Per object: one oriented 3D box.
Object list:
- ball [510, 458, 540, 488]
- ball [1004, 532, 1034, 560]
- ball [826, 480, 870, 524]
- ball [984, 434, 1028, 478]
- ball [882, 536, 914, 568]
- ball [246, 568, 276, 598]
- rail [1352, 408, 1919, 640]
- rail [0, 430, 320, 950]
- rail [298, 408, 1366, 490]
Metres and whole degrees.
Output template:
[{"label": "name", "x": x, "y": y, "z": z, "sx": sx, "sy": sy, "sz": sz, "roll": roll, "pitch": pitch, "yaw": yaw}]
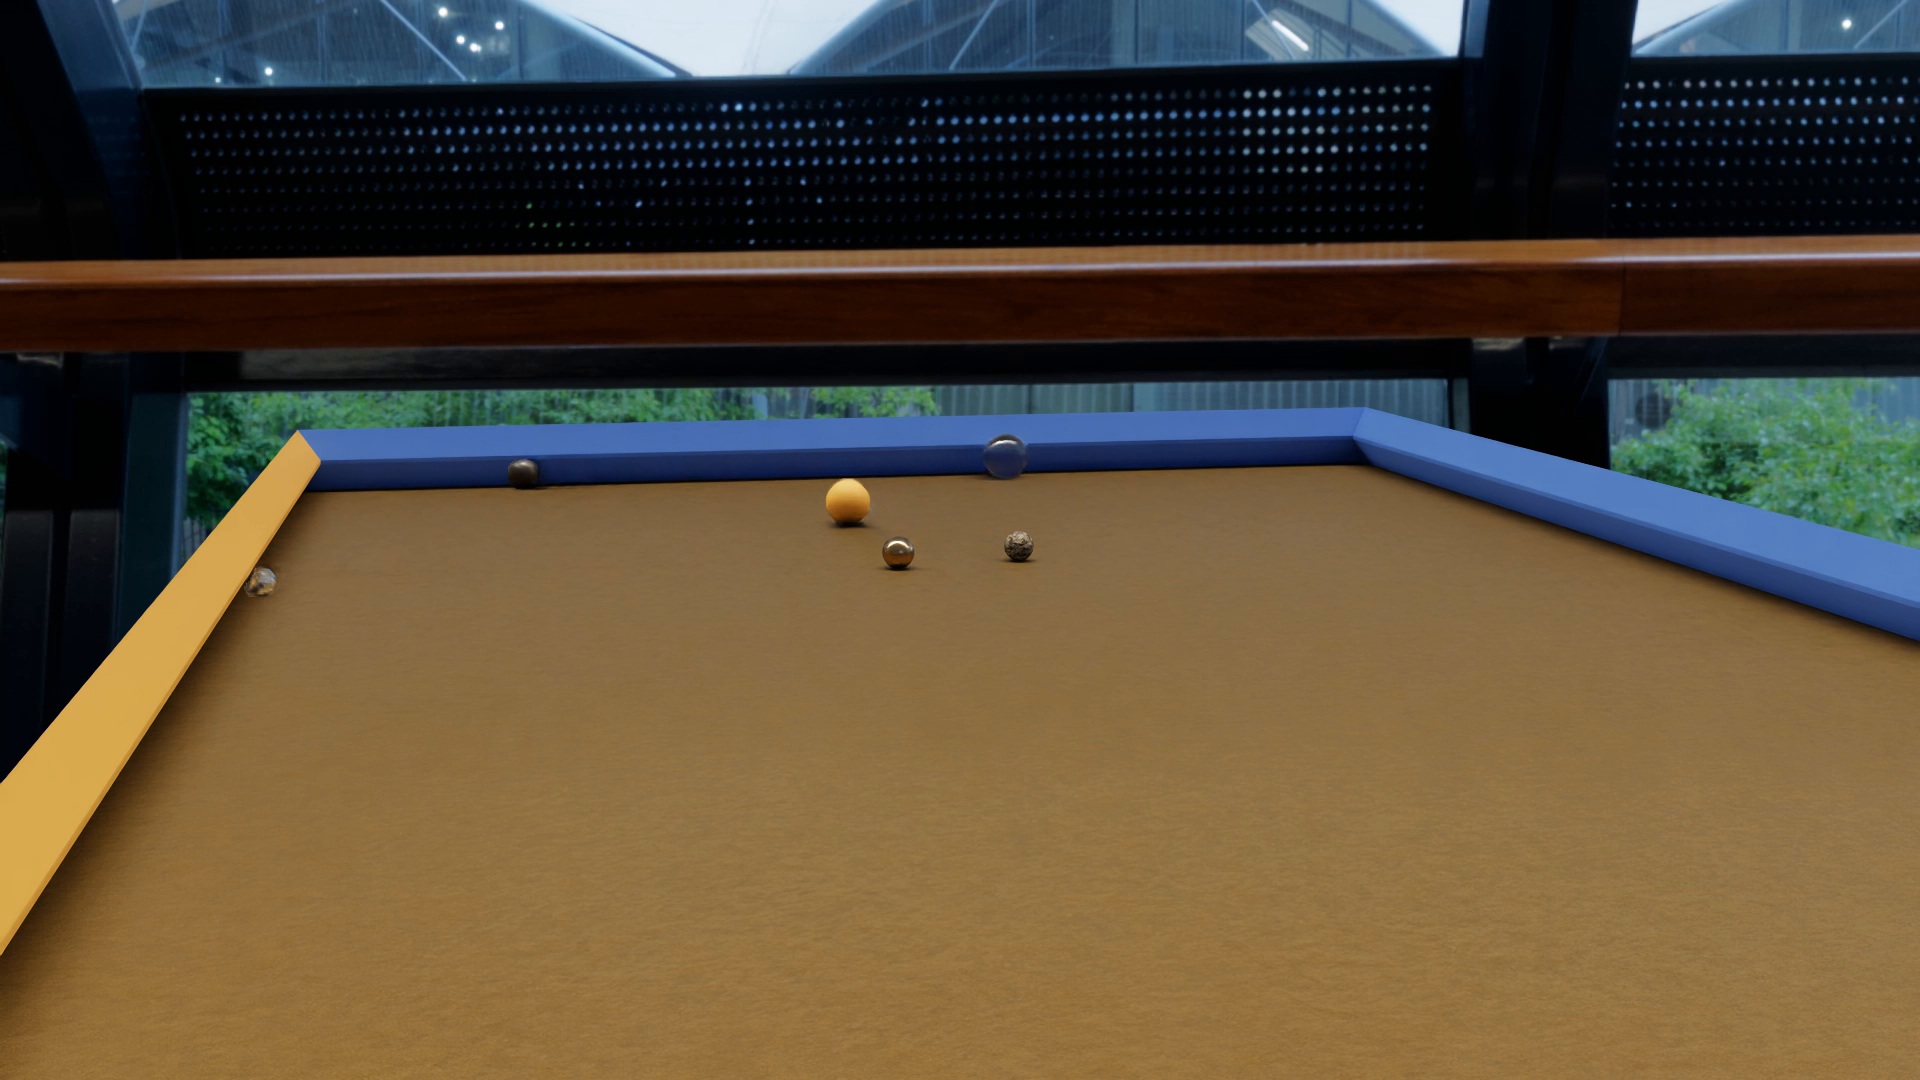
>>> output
[{"label": "ball", "x": -0.838, "y": -0.128, "z": 4.229, "sx": 0.057, "sy": 0.057, "sz": 0.057, "roll": 0, "pitch": 9, "yaw": 0}, {"label": "ball", "x": 0.092, "y": 0.009, "z": 3.418, "sx": 0.046, "sy": 0.046, "sz": 0.046, "roll": 0, "pitch": 9, "yaw": 0}, {"label": "ball", "x": -0.193, "y": -0.064, "z": 3.776, "sx": 0.077, "sy": 0.077, "sz": 0.077, "roll": 0, "pitch": 9, "yaw": 0}, {"label": "ball", "x": 0.091, "y": -0.167, "z": 4.379, "sx": 0.088, "sy": 0.088, "sz": 0.088, "roll": 0, "pitch": 9, "yaw": 0}, {"label": "ball", "x": -0.094, "y": 0.019, "z": 3.346, "sx": 0.049, "sy": 0.049, "sz": 0.049, "roll": 0, "pitch": 9, "yaw": 0}, {"label": "ball", "x": -0.989, "y": 0.060, "z": 3.113, "sx": 0.043, "sy": 0.043, "sz": 0.043, "roll": 0, "pitch": 9, "yaw": 0}, {"label": "rail", "x": 1.242, "y": 0.099, "z": 2.643, "sx": 0.045, "sy": 0.114, "sz": 4.098, "roll": -2, "pitch": 9, "yaw": -11}, {"label": "rail", "x": -0.830, "y": 0.166, "z": 2.223, "sx": 0.045, "sy": 0.114, "sz": 4.098, "roll": -2, "pitch": 9, "yaw": -11}, {"label": "rail", "x": -0.201, "y": -0.184, "z": 4.392, "sx": 2.162, "sy": 0.114, "sz": 0.045, "roll": -2, "pitch": 9, "yaw": -11}]
